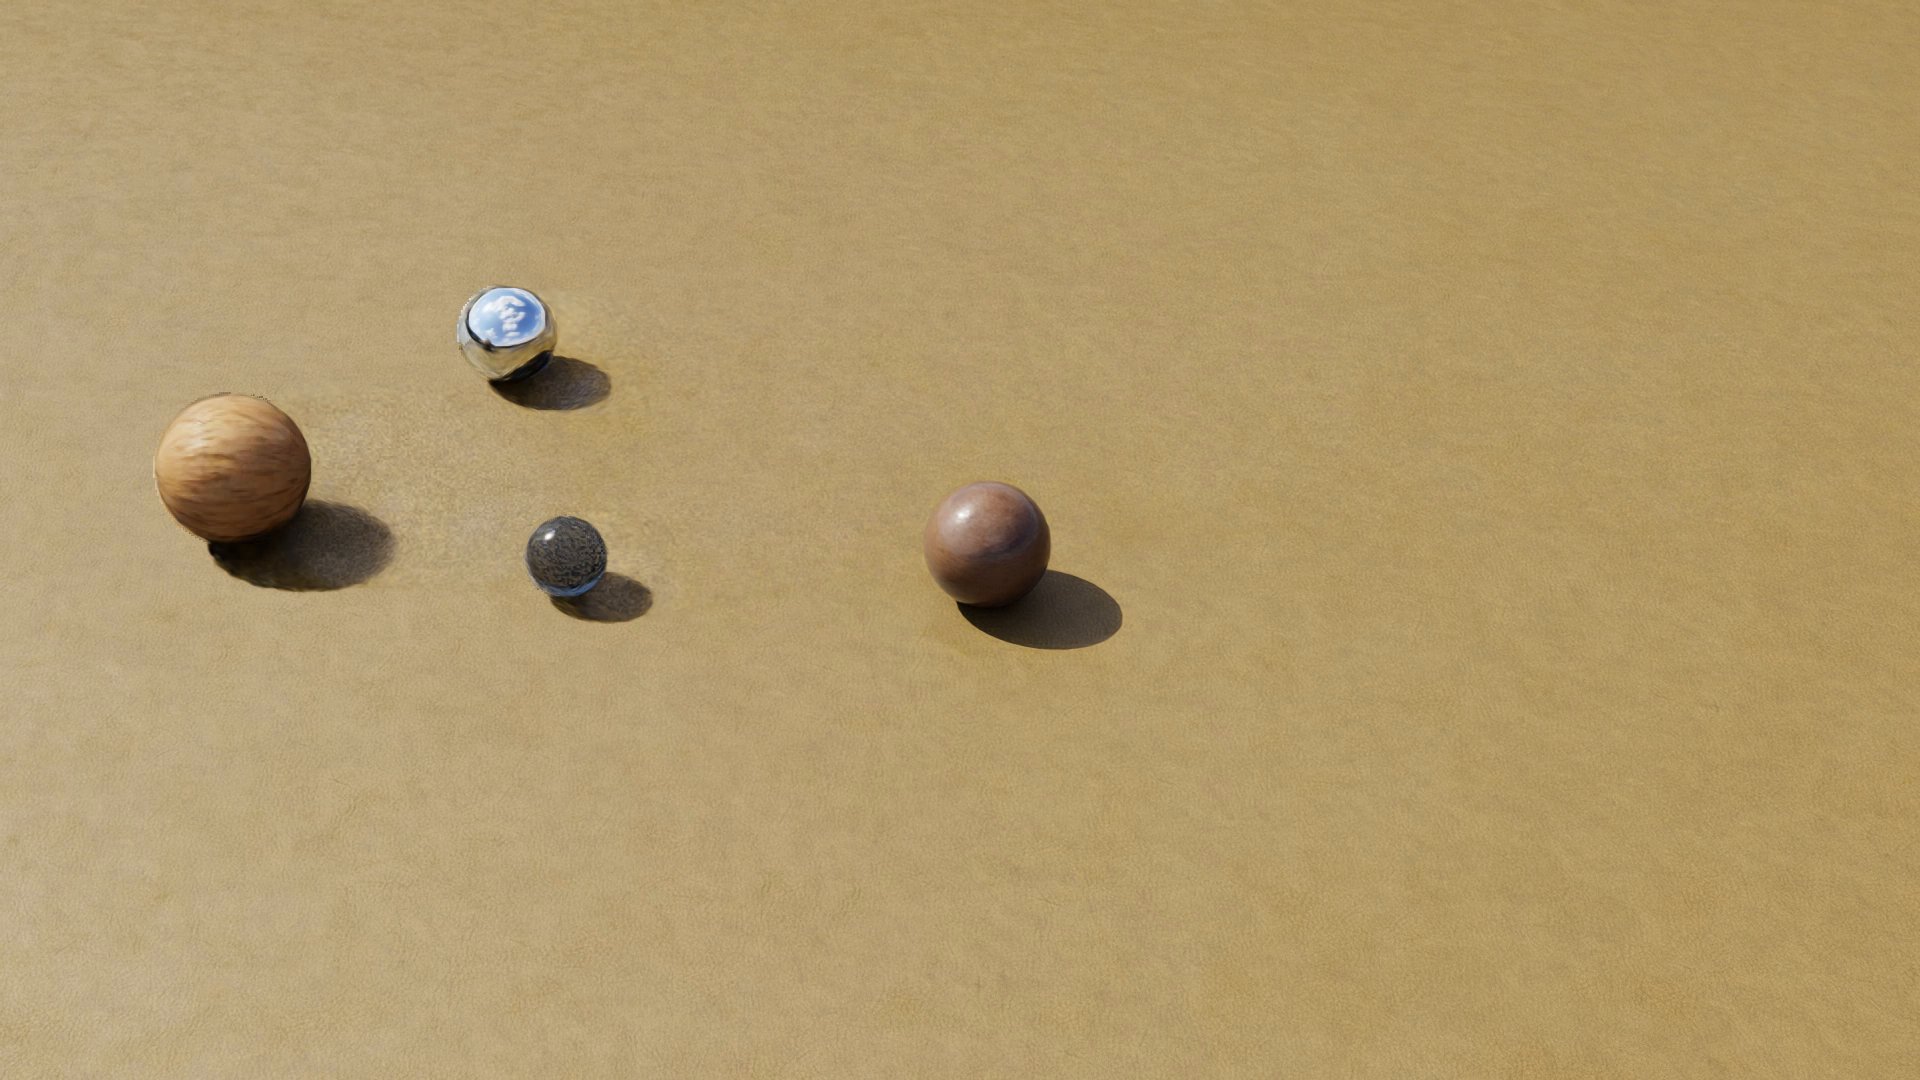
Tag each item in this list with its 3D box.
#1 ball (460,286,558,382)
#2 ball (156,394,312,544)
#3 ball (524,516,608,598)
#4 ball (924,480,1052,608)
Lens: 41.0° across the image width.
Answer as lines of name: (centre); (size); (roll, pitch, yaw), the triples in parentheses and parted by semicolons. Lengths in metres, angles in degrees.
ball: (-0.306, -0.140, 1.741); (0.066, 0.066, 0.066); (0, 37, 0)
ball: (-0.450, -0.044, 1.589); (0.093, 0.093, 0.093); (0, 37, 0)
ball: (-0.238, 0.010, 1.553); (0.049, 0.049, 0.049); (0, 37, 0)
ball: (0.016, 0.002, 1.540); (0.077, 0.077, 0.077); (0, 37, 0)
